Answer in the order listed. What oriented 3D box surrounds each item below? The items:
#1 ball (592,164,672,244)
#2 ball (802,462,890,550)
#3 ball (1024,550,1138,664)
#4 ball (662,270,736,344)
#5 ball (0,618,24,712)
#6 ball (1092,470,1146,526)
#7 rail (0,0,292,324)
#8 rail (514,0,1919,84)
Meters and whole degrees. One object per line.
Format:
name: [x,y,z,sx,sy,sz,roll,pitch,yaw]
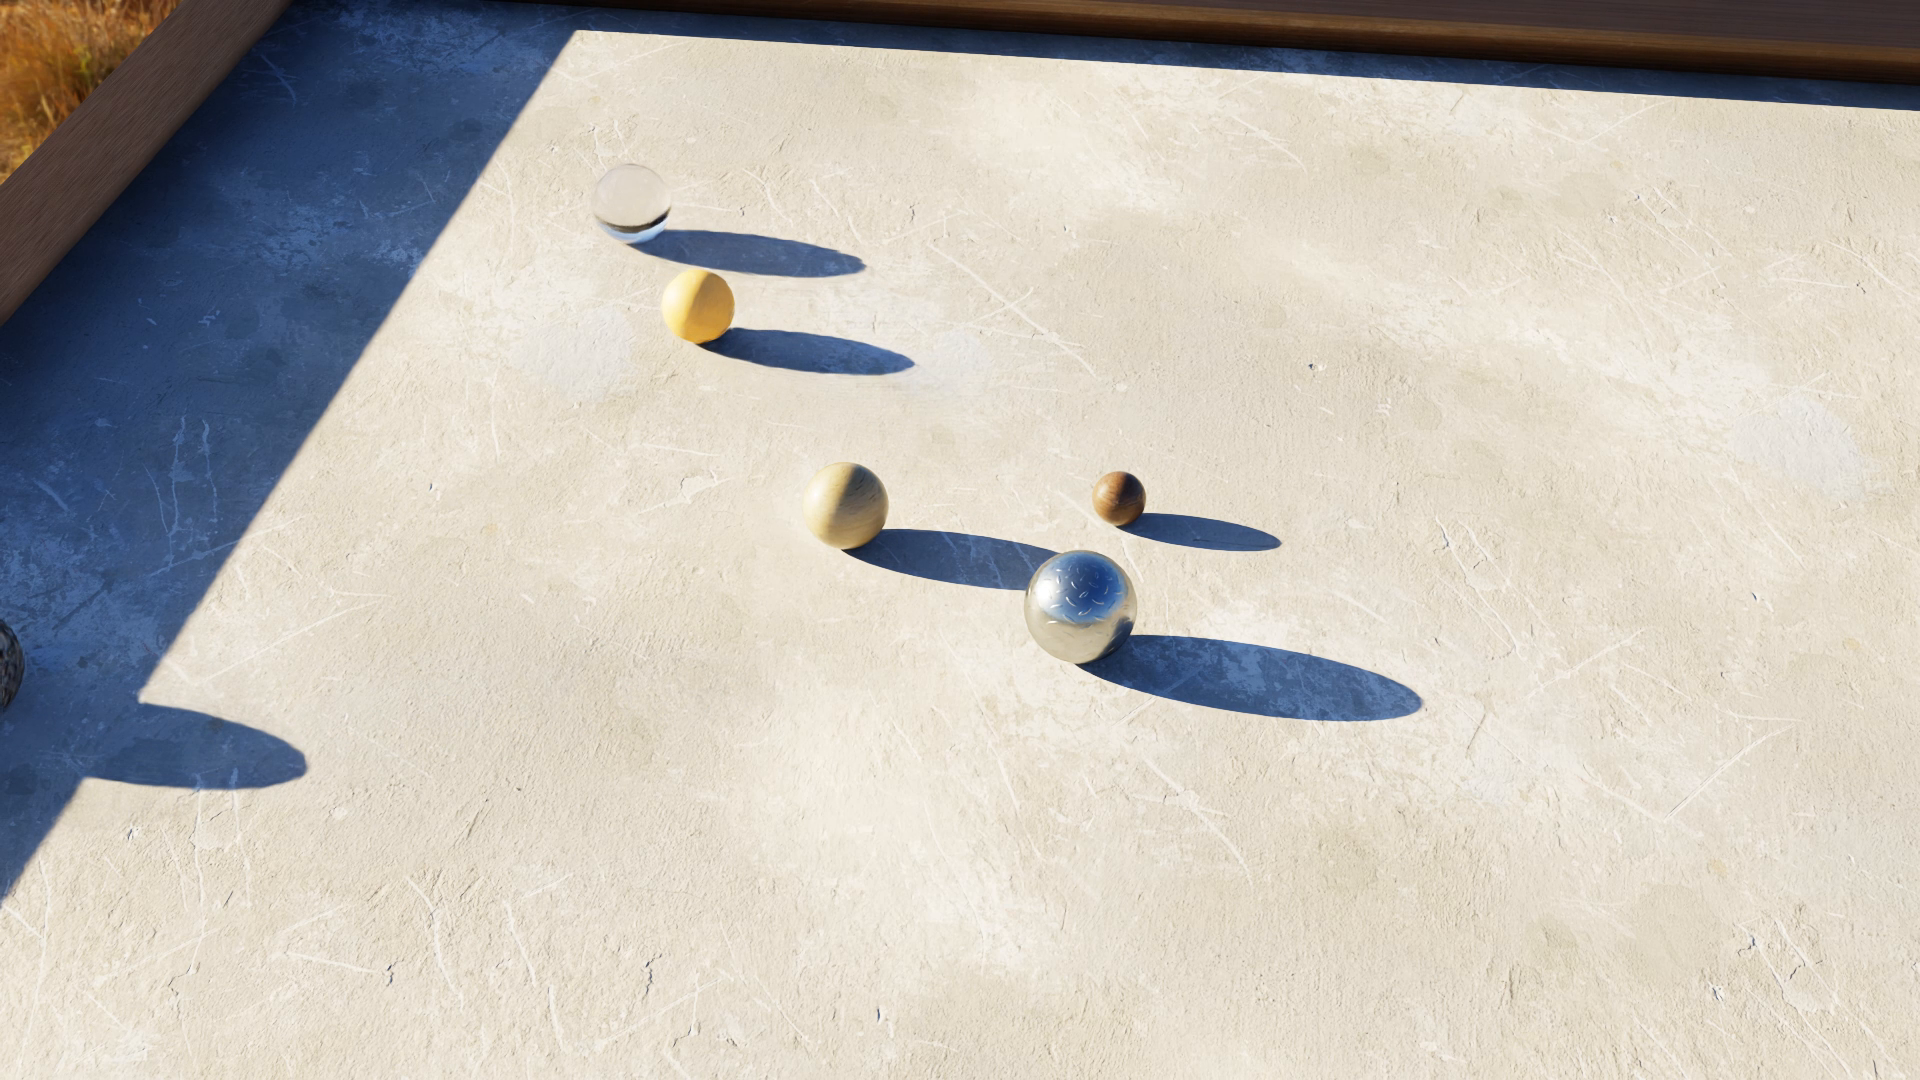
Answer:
ball: [-0.294,-0.301,2.300,0.072,0.072,0.072,0,35,0]
ball: [-0.085,-0.026,1.910,0.065,0.065,0.065,0,35,0]
ball: [0.084,0.047,1.793,0.080,0.080,0.080,0,35,0]
ball: [-0.220,-0.197,2.158,0.062,0.062,0.062,0,35,0]
ball: [-0.677,0.085,1.735,0.083,0.083,0.083,0,35,0]
ball: [0.120,-0.032,1.939,0.042,0.042,0.042,0,35,0]
rail: [-0.833,-0.088,1.960,0.045,0.107,1.962,5,35,7]
rail: [0.995,-0.488,2.536,3.462,0.107,0.045,5,35,7]
